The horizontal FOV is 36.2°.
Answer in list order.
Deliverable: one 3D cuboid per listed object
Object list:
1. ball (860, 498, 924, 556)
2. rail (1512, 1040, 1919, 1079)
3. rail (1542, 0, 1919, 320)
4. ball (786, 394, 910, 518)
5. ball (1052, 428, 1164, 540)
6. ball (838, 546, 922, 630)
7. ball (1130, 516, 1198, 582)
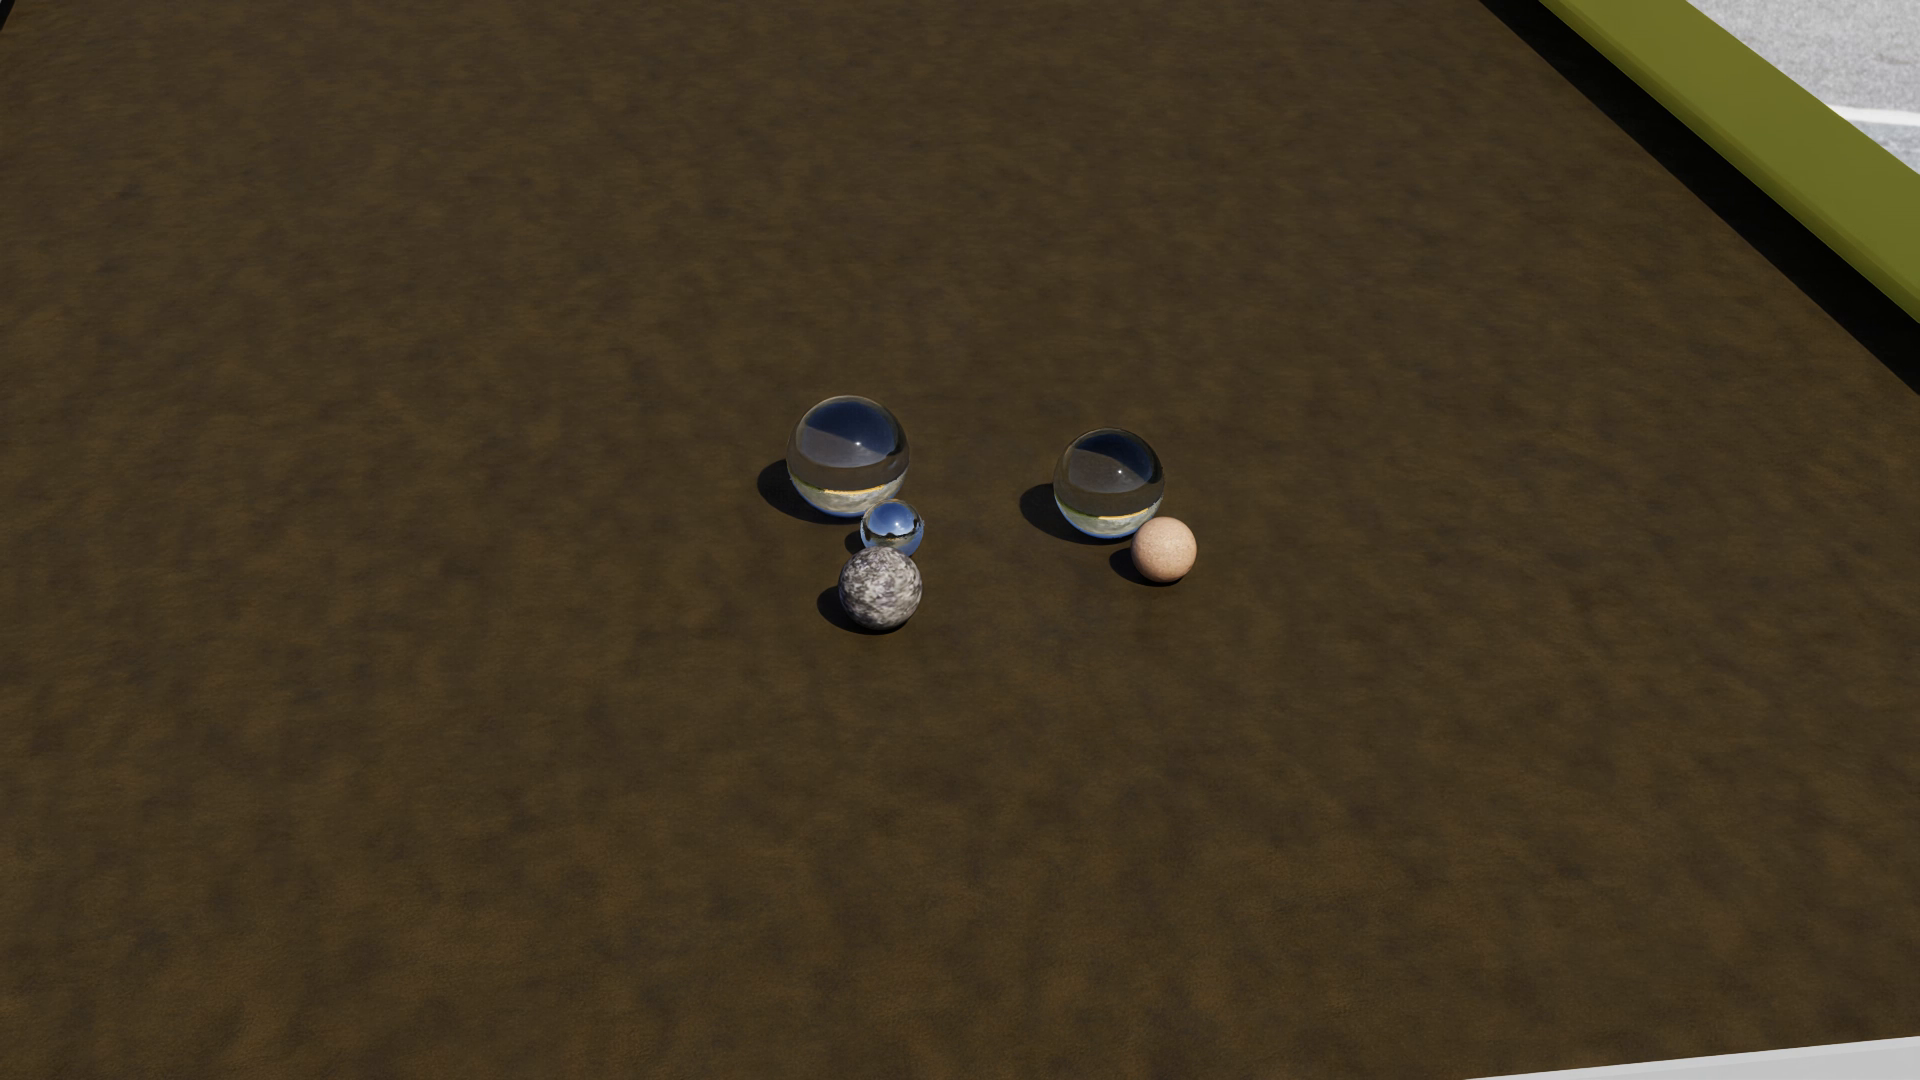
[{"bbox_3d":[-0.045,-0.007,1.961,0.042,0.042,0.042,0,26,0],"label":"ball"},{"bbox_3d":[0.106,0.282,1.300,1.652,0.110,0.045,-4,27,-8],"label":"rail"},{"bbox_3d":[0.684,-0.393,2.662,0.045,0.110,2.877,-4,27,-8],"label":"rail"},{"bbox_3d":[-0.077,-0.057,2.015,0.085,0.085,0.085,0,26,0],"label":"ball"},{"bbox_3d":[0.100,-0.038,1.987,0.076,0.076,0.076,0,26,0],"label":"ball"},{"bbox_3d":[-0.051,0.030,1.873,0.054,0.054,0.054,0,26,0],"label":"ball"},{"bbox_3d":[0.134,0.006,1.933,0.044,0.044,0.044,0,26,0],"label":"ball"}]
